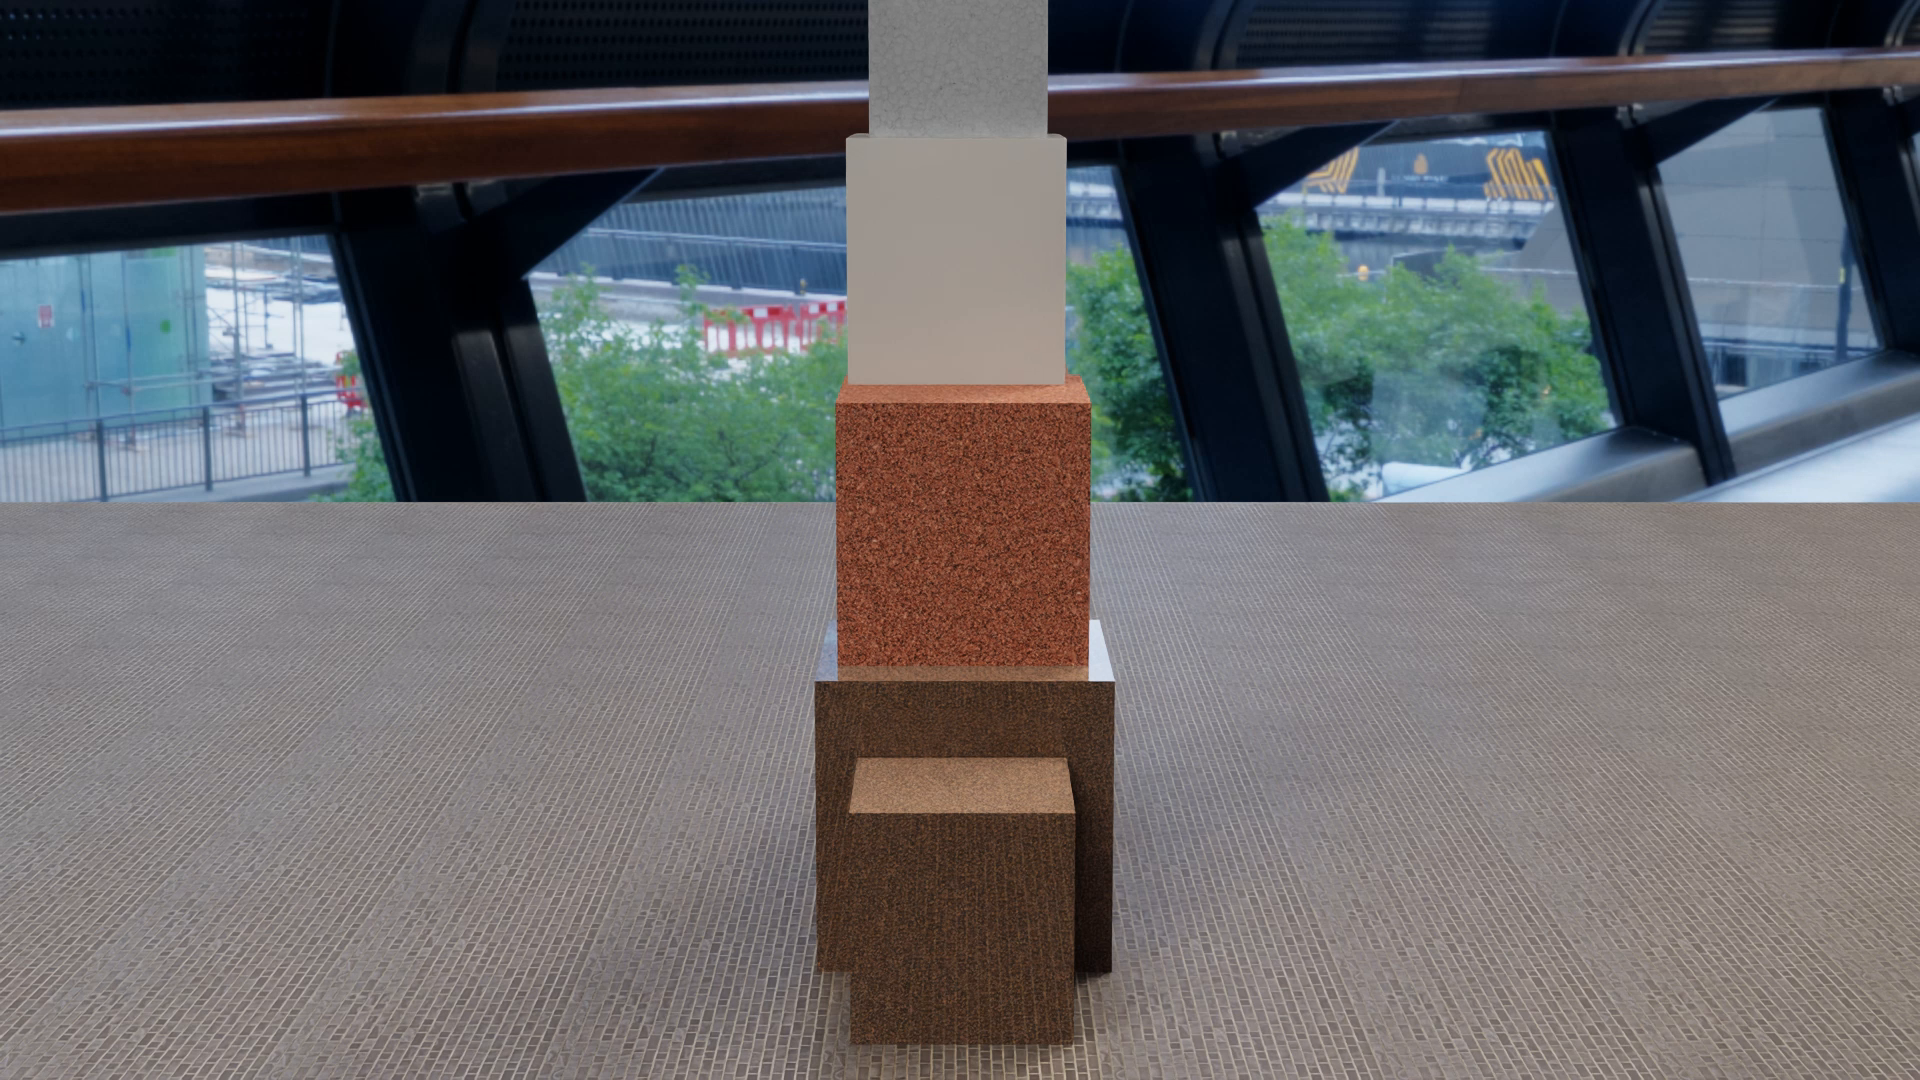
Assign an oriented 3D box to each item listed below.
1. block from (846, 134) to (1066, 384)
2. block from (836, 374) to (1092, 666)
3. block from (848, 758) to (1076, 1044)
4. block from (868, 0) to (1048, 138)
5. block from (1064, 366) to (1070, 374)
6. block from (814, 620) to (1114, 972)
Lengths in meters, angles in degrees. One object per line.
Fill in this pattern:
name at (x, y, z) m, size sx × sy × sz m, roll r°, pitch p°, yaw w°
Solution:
block at (-0.015, -1.217, 10.961) m, size 0.897 × 1.006 × 0.904 m, roll 0°, pitch 10°, yaw 0°
block at (0.013, -0.103, 10.584) m, size 1.000 × 1.053 × 0.956 m, roll 0°, pitch 10°, yaw 0°
block at (0.008, 1.348, 9.697) m, size 0.816 × 0.878 × 0.764 m, roll 0°, pitch 10°, yaw 0°
block at (-0.007, -2.056, 10.811) m, size 0.729 × 0.698 × 0.760 m, roll 0°, pitch 10°, yaw 0°
block at (0.000, -0.202, 11.633) m, size 0.970 × 1.151 × 1.127 m, roll 0°, pitch 10°, yaw 0°
block at (0.018, 1.028, 10.612) m, size 1.166 × 1.181 × 1.130 m, roll 0°, pitch 10°, yaw 0°
